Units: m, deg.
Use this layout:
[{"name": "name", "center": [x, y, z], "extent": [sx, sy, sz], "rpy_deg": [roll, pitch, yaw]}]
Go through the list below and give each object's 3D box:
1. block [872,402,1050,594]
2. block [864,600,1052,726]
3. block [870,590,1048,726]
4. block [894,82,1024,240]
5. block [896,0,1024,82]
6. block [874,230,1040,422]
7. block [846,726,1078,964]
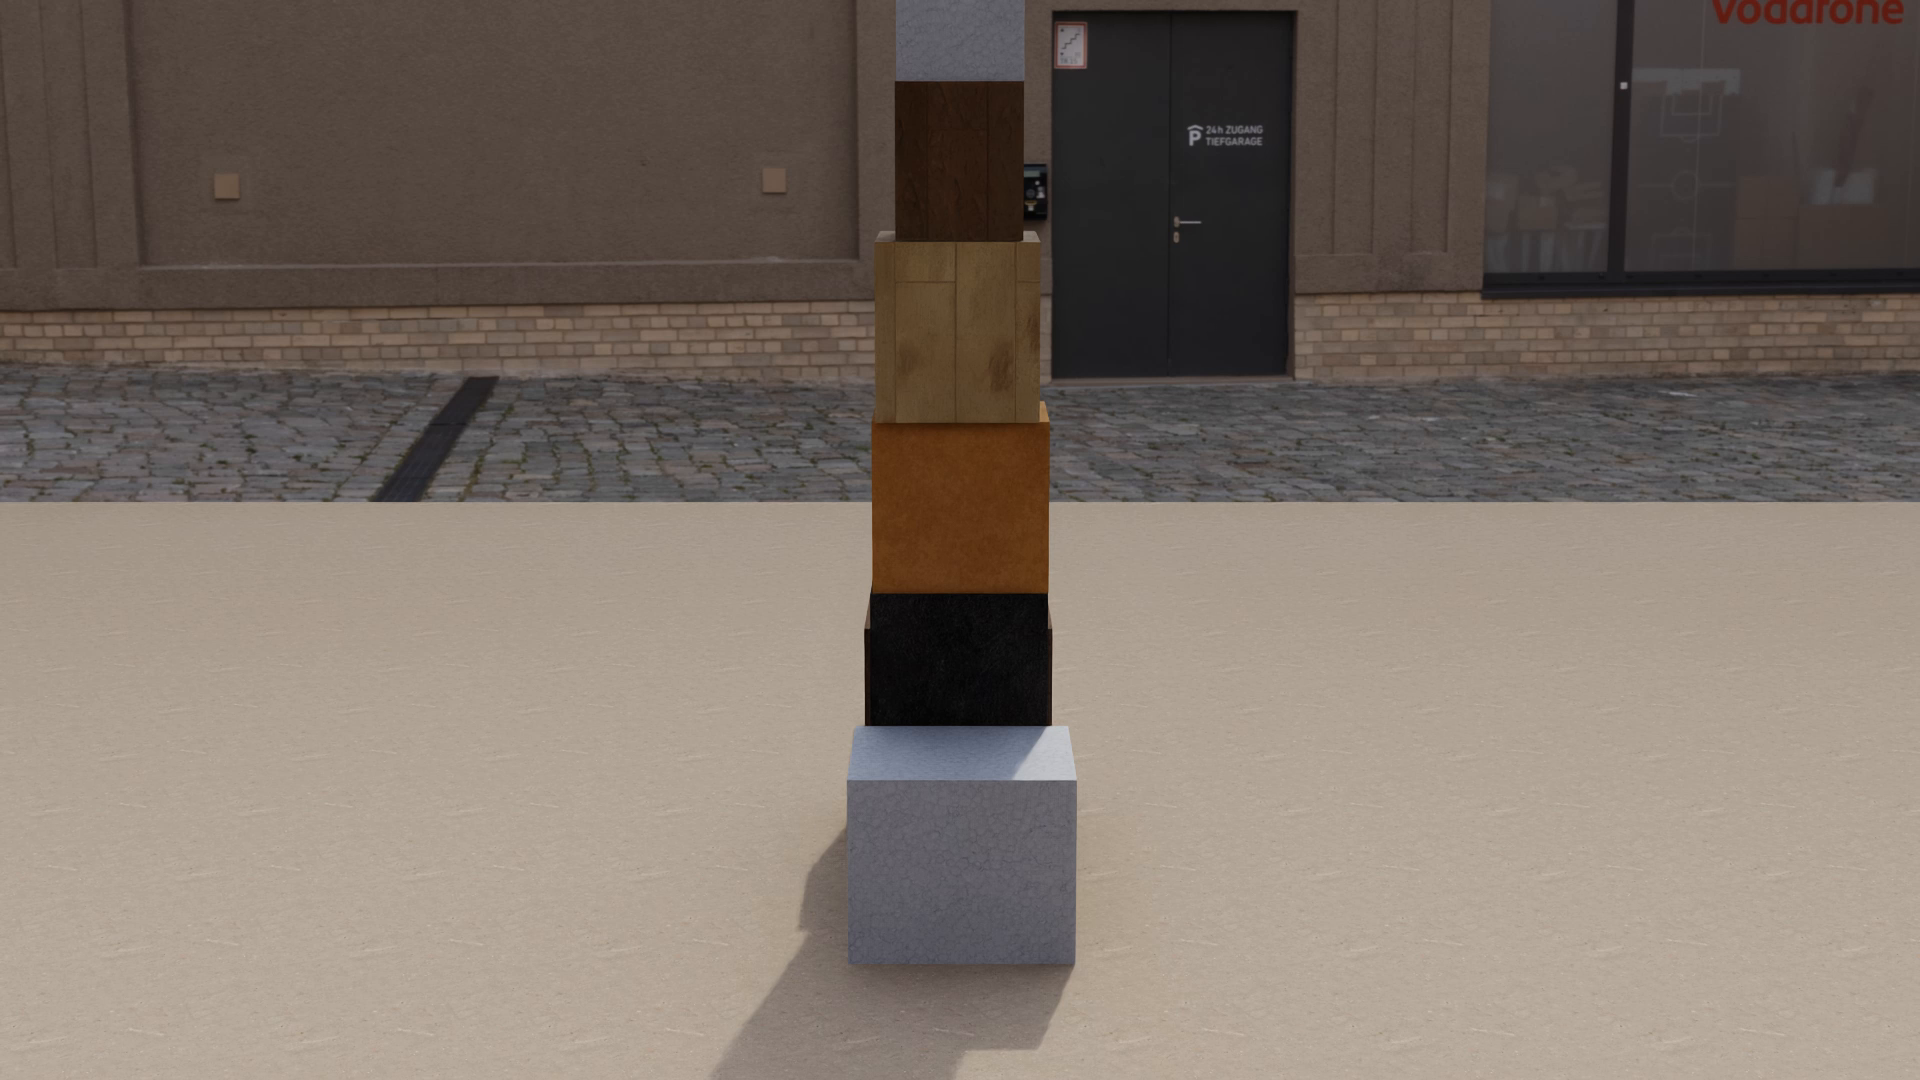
[{"name": "block", "center": [0.003, -0.196, 11.145], "extent": [0.746, 0.734, 0.686], "rpy_deg": [0, 10, 0]}, {"name": "block", "center": [-0.008, 0.831, 12.157], "extent": [0.857, 1.016, 0.813], "rpy_deg": [0, 10, 0]}, {"name": "block", "center": [-0.004, 0.471, 11.266], "extent": [0.753, 0.622, 0.729], "rpy_deg": [0, 10, 0]}, {"name": "block", "center": [-0.002, -1.616, 10.886], "extent": [0.532, 0.653, 0.568], "rpy_deg": [0, 10, 0]}, {"name": "block", "center": [0.001, -2.209, 10.779], "extent": [0.529, 0.552, 0.521], "rpy_deg": [0, 10, 0]}, {"name": "block", "center": [-0.010, -0.926, 11.012], "extent": [0.685, 0.750, 0.763], "rpy_deg": [0, 10, 0]}, {"name": "block", "center": [0.008, 1.244, 10.601], "extent": [0.908, 0.759, 0.853], "rpy_deg": [0, 10, 0]}]
